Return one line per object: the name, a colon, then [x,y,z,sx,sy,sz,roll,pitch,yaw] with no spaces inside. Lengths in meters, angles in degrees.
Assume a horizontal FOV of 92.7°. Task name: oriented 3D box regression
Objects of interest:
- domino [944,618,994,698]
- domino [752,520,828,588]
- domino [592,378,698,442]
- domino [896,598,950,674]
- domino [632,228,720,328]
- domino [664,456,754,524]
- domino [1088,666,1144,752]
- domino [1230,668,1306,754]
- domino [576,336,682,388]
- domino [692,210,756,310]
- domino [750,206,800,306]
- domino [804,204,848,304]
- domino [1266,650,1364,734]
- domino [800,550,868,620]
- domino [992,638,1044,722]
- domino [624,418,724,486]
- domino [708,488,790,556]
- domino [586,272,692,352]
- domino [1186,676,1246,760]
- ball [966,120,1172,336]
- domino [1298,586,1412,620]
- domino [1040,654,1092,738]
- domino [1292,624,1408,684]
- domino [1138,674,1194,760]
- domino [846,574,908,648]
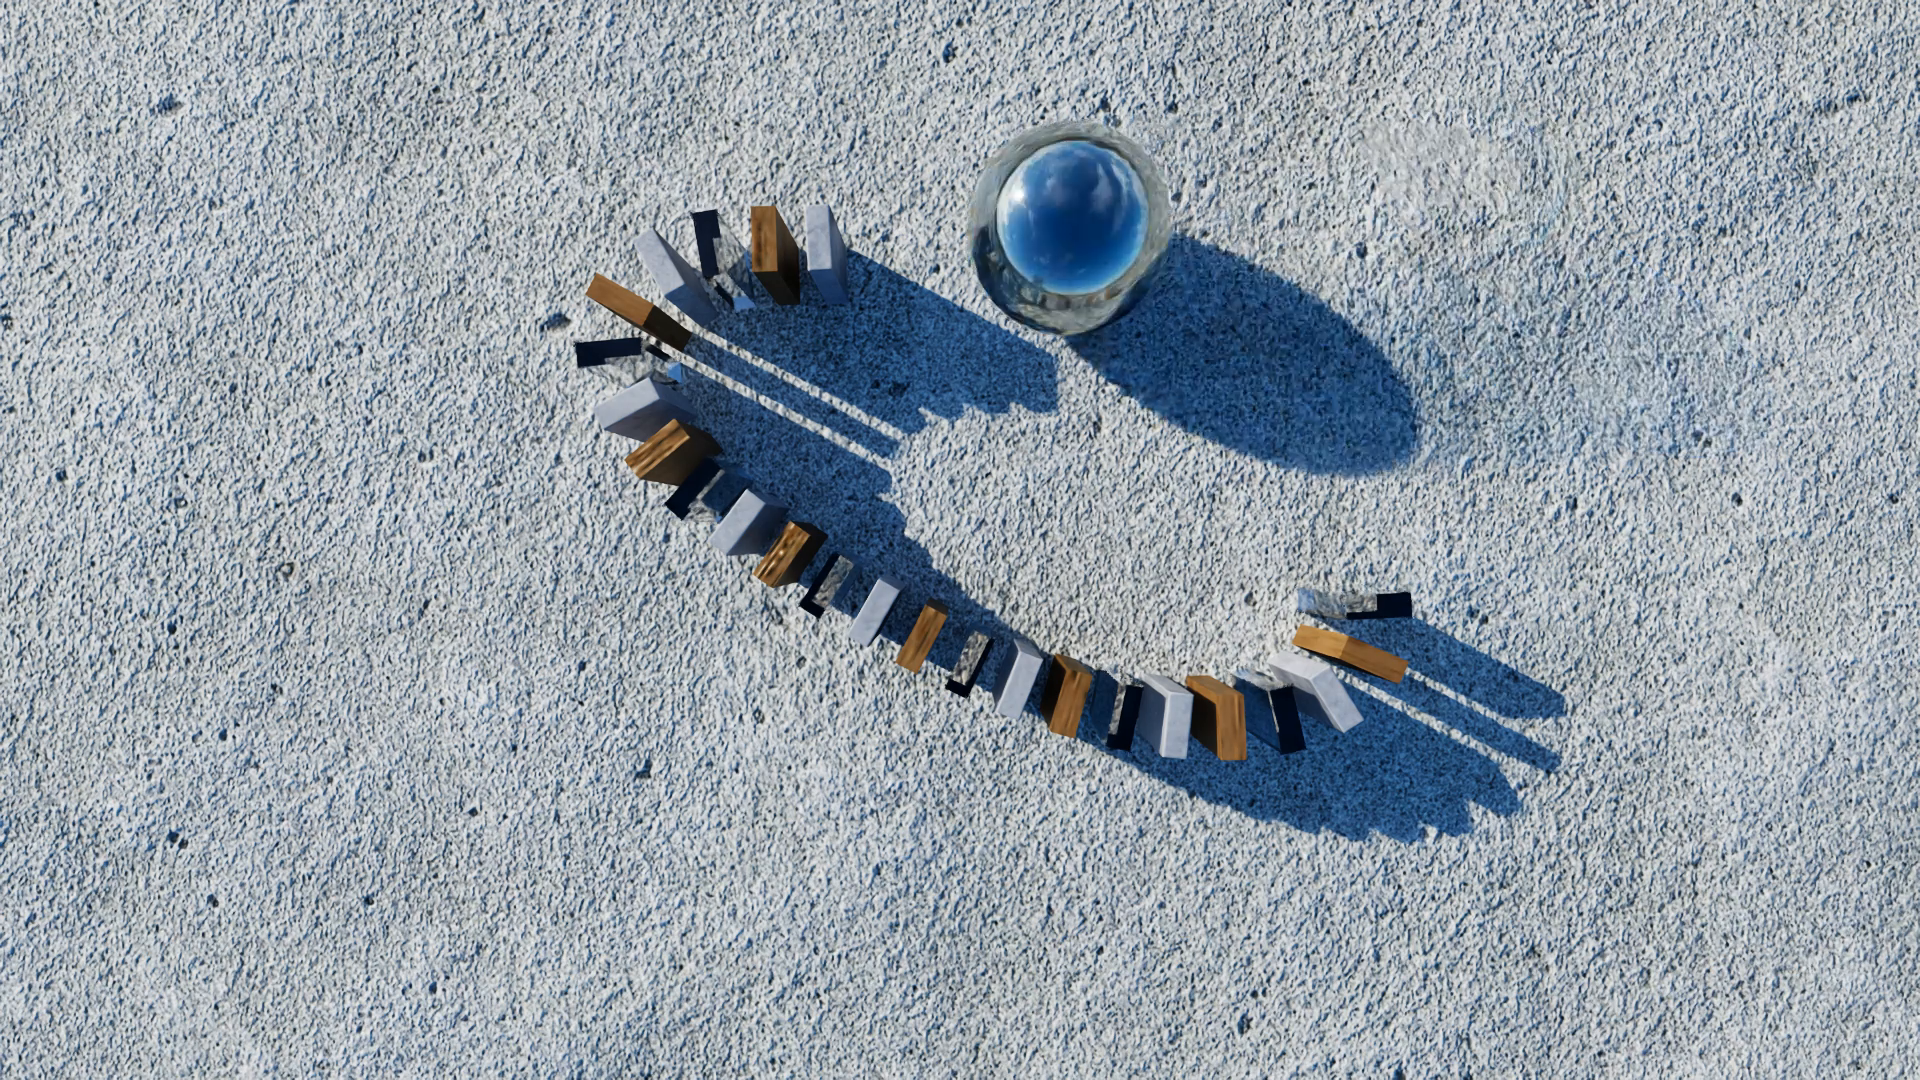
domino: [0.004,0.047,0.375,0.010,0.050,0.025,26,90,0]
domino: [-0.068,0.006,0.375,0.009,0.050,0.025,35,90,0]
domino: [-0.128,-0.052,0.375,0.025,0.050,0.009,-28,90,0]
domino: [-0.015,0.038,0.375,0.010,0.050,0.025,28,90,0]
domino: [-0.115,-0.106,0.375,0.009,0.050,0.025,-30,90,0]
domino: [-0.101,-0.020,0.375,0.010,0.050,0.025,42,90,0]
domino: [0.063,0.068,0.375,0.010,0.050,0.025,12,90,0]
domino: [0.125,0.069,0.375,0.010,0.050,0.025,-13,90,0]
domino: [-0.134,-0.072,0.375,0.025,0.050,0.009,-5,90,0]
domino: [-0.096,-0.113,0.375,0.009,0.050,0.025,-10,90,0]
domino: [-0.075,-0.115,0.375,0.010,0.050,0.025,-2,90,0]
domino: [-0.054,-0.116,0.375,0.009,0.050,0.025,-3,90,0]
domino: [0.144,0.061,0.375,0.010,0.050,0.025,-33,90,0]
domino: [-0.051,0.017,0.375,0.010,0.050,0.025,32,90,0]
domino: [0.023,0.056,0.375,0.010,0.050,0.025,22,90,0]
domino: [-0.116,-0.035,0.375,0.025,0.050,0.009,-39,90,0]
domino: [-0.085,-0.007,0.375,0.010,0.050,0.025,37,90,0]
domino: [-0.130,-0.092,0.375,0.025,0.050,0.009,29,90,0]
domino: [0.104,0.072,0.375,0.009,0.050,0.025,-3,90,0]
ball: [0.042,-0.121,0.360,0.080,0.080,0.080,0,90,0]
domino: [0.160,0.025,0.375,0.025,0.050,0.009,-3,90,0]
domino: [0.043,0.063,0.375,0.010,0.050,0.025,16,90,0]
domino: [0.158,0.046,0.375,0.025,0.050,0.010,23,90,0]
domino: [0.083,0.071,0.375,0.009,0.050,0.025,6,90,0]
domino: [-0.033,0.028,0.375,0.009,0.050,0.025,30,90,0]
